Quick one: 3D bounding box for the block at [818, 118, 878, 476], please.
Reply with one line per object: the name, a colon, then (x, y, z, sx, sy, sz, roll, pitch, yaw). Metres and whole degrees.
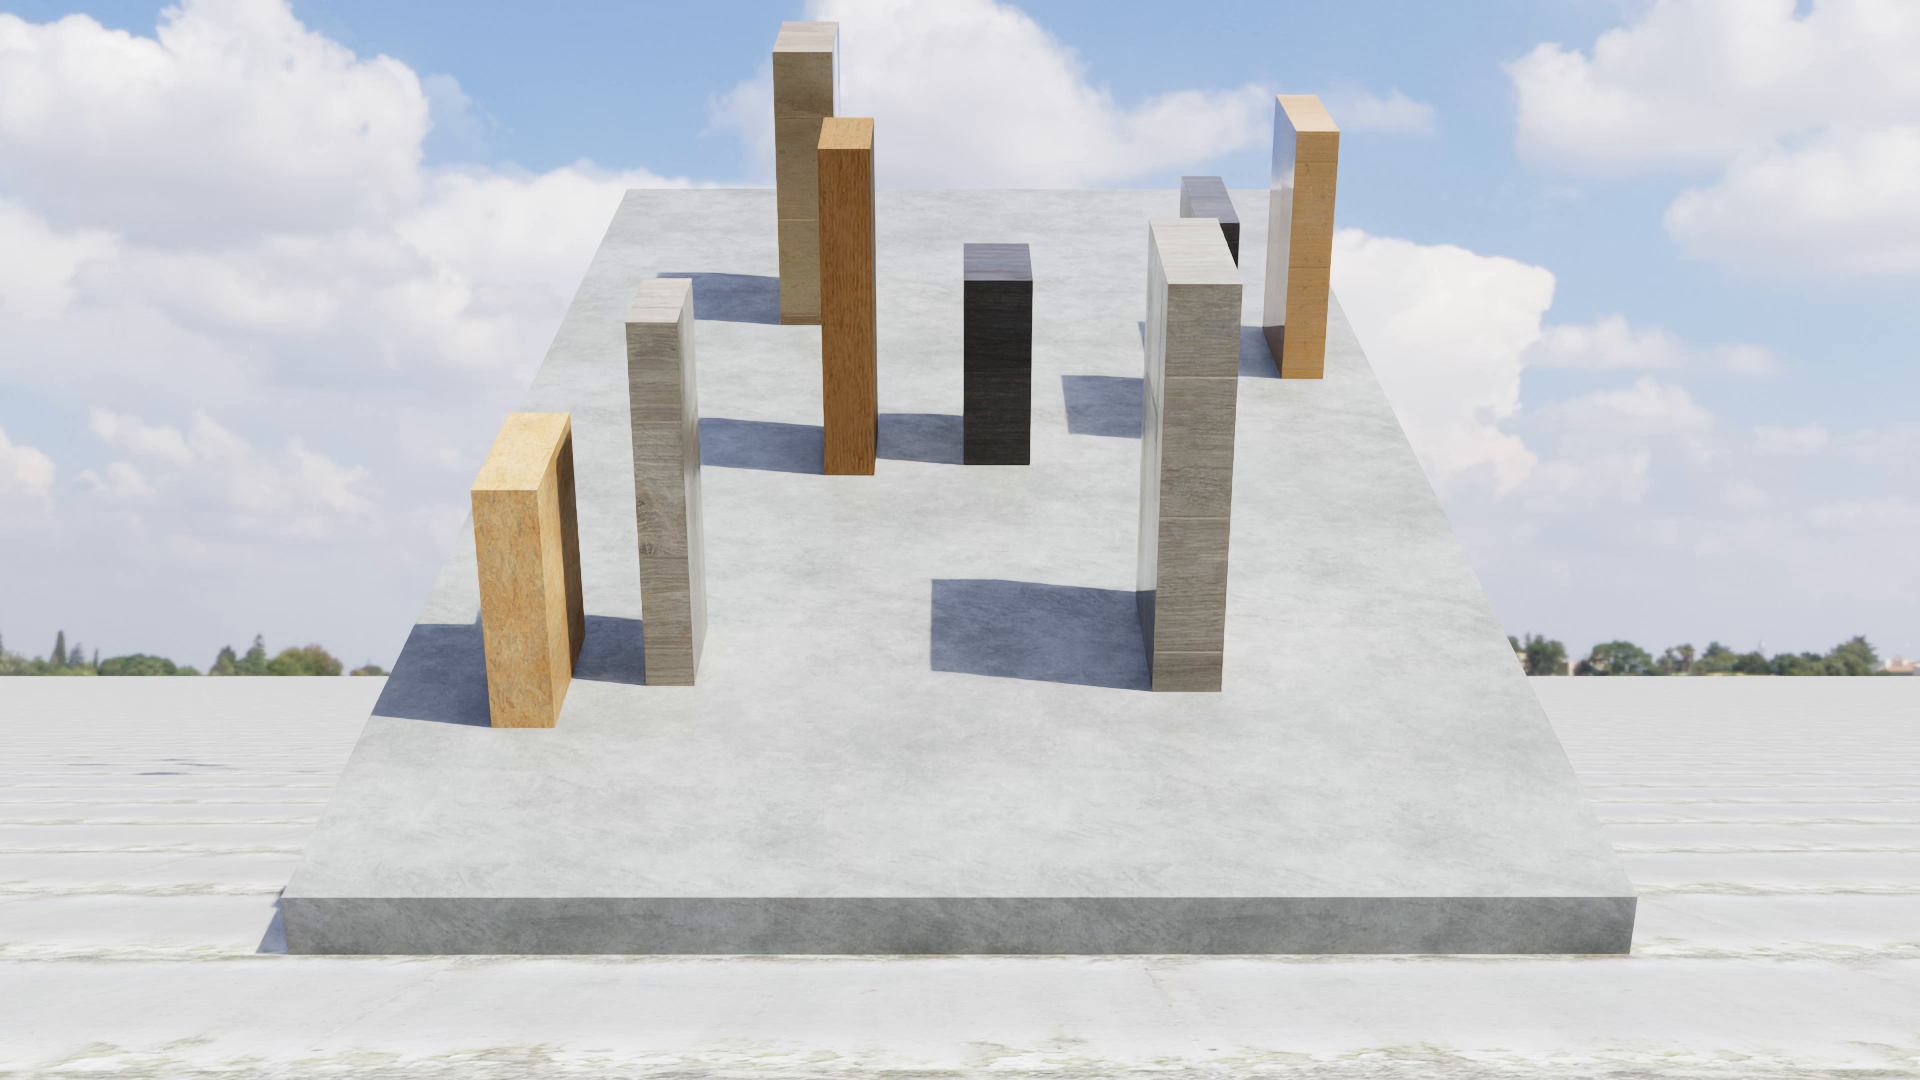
block: (-0.235, -0.516, 4.924, 0.106, 0.707, 0.271, 0, 24, 0)

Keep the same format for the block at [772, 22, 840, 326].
block: (-0.382, -0.936, 5.906, 0.144, 0.691, 0.377, 0, 24, 0)

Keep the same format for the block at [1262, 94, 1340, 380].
block: (0.813, -0.730, 5.559, 0.098, 0.596, 0.371, 0, 24, 0)

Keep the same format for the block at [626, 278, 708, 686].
block: (-0.504, -0.098, 4.020, 0.084, 0.664, 0.242, 0, 24, 0)

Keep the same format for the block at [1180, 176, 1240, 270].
block: (0.549, -0.522, 5.201, 0.089, 0.500, 0.389, 0, 24, 0)

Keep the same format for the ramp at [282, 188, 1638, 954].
ramp: (-0.008, -0.227, 5.273, 2.000, 0.100, 4.000, 0, 24, 0)

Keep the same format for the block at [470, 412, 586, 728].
block: (-0.734, 0.047, 3.976, 0.106, 0.433, 0.355, 0, 24, 0)

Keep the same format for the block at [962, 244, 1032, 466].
block: (0.079, -0.405, 5.039, 0.143, 0.415, 0.274, 0, 24, 0)

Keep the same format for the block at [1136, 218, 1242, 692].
block: (0.393, -0.152, 4.056, 0.120, 0.737, 0.390, 0, 24, 0)
